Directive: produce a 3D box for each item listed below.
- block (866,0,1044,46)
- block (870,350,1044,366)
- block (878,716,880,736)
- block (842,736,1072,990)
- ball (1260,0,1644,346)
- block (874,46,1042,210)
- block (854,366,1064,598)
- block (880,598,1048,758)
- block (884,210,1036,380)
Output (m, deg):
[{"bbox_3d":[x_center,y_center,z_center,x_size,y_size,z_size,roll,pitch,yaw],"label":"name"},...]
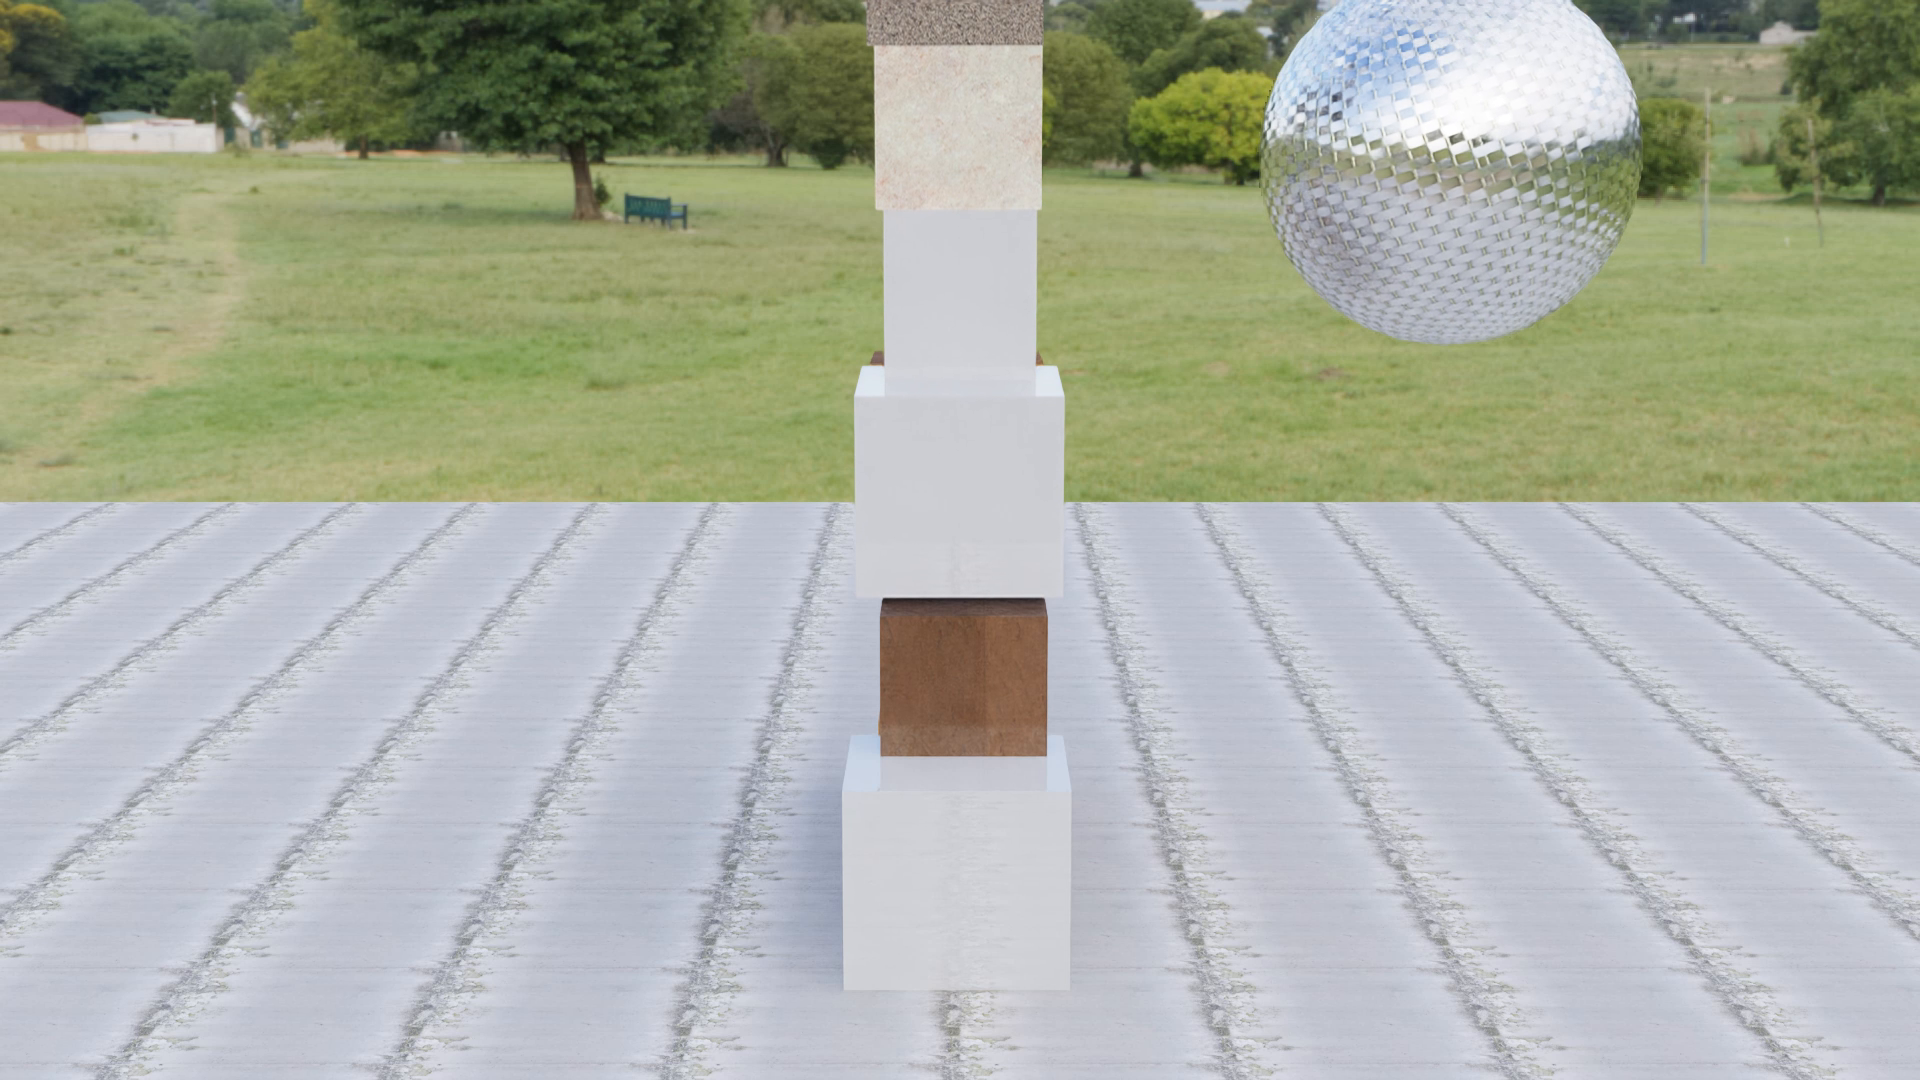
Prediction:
[{"bbox_3d":[-0.020,-2.362,10.641,0.713,0.596,0.706,0,12,0],"label":"block"},{"bbox_3d":[-0.014,-0.418,11.523,0.756,0.807,0.733,0,9,0],"label":"block"},{"bbox_3d":[-0.004,1.073,11.763,0.715,0.680,0.736,0,10,0],"label":"block"},{"bbox_3d":[-0.012,1.278,10.302,0.878,0.798,0.850,0,10,0],"label":"block"},{"bbox_3d":[2.074,-1.628,10.884,1.600,1.600,1.600,0,10,0],"label":"ball"},{"bbox_3d":[-0.006,-1.748,10.774,0.681,0.660,0.699,0,12,0],"label":"block"},{"bbox_3d":[-0.002,-0.258,10.717,0.838,0.825,0.839,0,12,0],"label":"block"},{"bbox_3d":[0.015,0.532,10.569,0.669,0.576,0.644,0,10,0],"label":"block"},{"bbox_3d":[0.001,-1.083,10.918,0.628,0.702,0.714,0,12,0],"label":"block"}]
